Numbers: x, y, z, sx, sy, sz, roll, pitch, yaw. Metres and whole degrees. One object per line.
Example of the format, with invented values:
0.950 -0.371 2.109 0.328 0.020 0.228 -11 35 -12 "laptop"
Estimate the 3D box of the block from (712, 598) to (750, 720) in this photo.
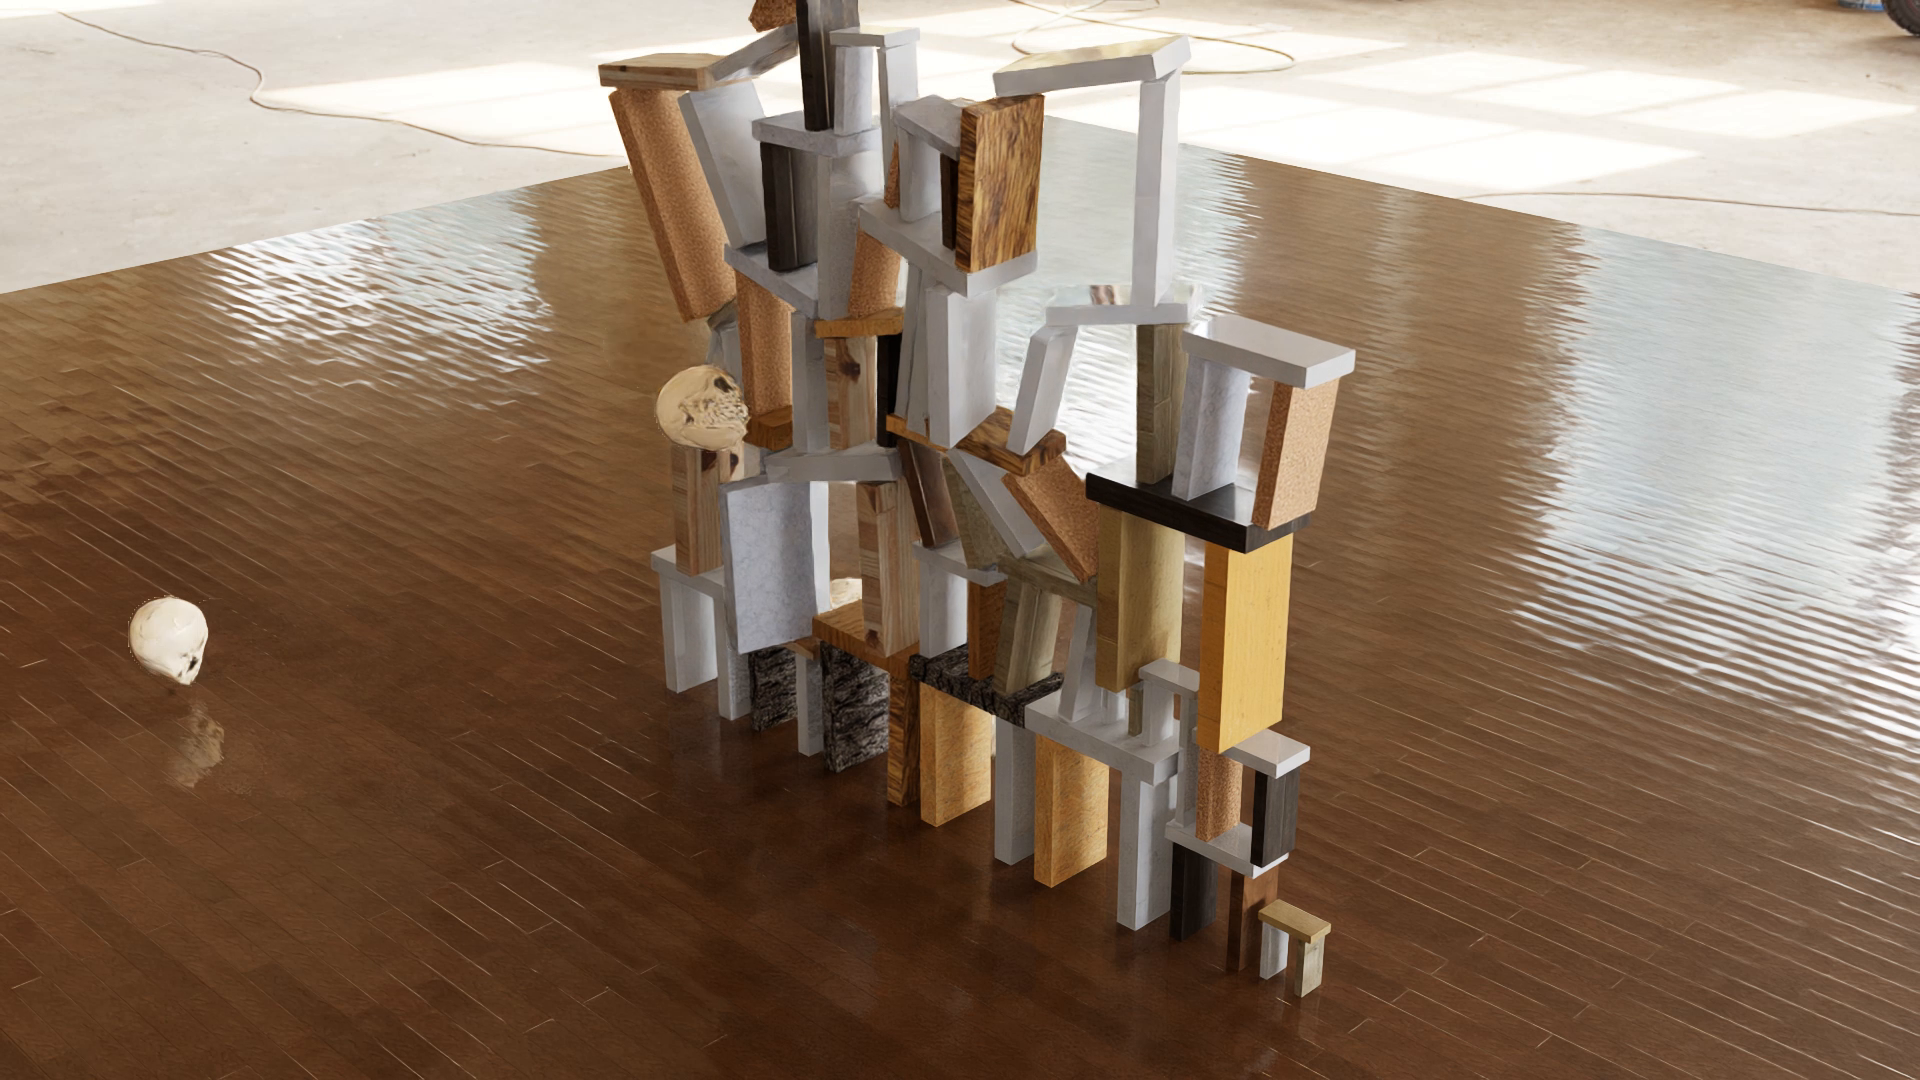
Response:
-0.468 0.241 4.831 0.040 0.282 0.141 20 30 41 "block"

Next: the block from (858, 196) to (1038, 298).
-0.023 -0.529 3.852 0.155 0.044 0.310 -26 45 -30 "block"

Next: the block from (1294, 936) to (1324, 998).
0.615 0.741 3.867 0.016 0.114 0.057 21 31 41 "block"

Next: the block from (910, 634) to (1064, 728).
0.065 0.270 4.273 0.155 0.044 0.310 -21 31 -41 "block"

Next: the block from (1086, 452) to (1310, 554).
0.404 -0.072 3.758 0.351 0.050 0.175 21 31 41 "block"

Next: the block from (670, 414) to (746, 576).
-0.533 -0.118 4.750 0.051 0.360 0.180 21 30 40 "block"

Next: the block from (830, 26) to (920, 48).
-0.154 -0.909 3.969 0.081 0.023 0.163 -21 24 -35 "block"

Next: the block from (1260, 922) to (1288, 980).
0.561 0.720 3.917 0.016 0.114 0.057 21 31 41 "block"

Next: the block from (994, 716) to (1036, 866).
0.138 0.462 4.275 0.155 0.310 0.044 -21 31 -41 "block"

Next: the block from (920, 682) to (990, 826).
-0.008 0.405 4.410 0.155 0.310 0.044 -21 31 -41 "block"

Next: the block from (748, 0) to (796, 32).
-0.302 -1.052 4.099 0.121 0.243 0.034 -25 73 -33 "block"

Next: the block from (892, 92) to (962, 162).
-0.025 -0.699 3.718 0.090 0.025 0.179 -27 45 -27 "block"

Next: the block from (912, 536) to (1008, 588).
0.014 0.033 4.216 0.102 0.029 0.203 -21 31 -40 "block"

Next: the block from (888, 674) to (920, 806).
-0.077 0.383 4.478 0.042 0.294 0.147 24 33 39 "block"

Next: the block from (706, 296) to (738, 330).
-0.455 -0.478 4.518 0.075 0.021 0.150 -25 -2 -37 "block"

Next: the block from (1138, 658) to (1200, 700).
0.387 0.246 3.901 0.064 0.018 0.129 -21 31 -40 "block"

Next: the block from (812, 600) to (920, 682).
-0.150 0.199 4.482 0.147 0.042 0.294 -20 29 -38 "block"

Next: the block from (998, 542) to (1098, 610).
0.202 0.058 4.004 0.250 0.035 0.125 21 32 40 "block"

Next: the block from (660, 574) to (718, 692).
-0.601 0.189 4.953 0.141 0.282 0.040 -21 30 -41 "block"

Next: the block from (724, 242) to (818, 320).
-0.323 -0.529 4.347 0.143 0.040 0.285 -21 43 -38 "block"

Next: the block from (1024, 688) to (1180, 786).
0.289 0.352 4.062 0.158 0.045 0.317 -21 31 -41 "block"

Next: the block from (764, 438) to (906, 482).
-0.201 -0.165 4.359 0.359 0.051 0.180 1 18 44 "block"

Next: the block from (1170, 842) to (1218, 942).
0.430 0.626 4.029 0.028 0.201 0.100 21 31 41 "block"

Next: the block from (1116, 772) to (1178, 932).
0.363 0.548 4.063 0.045 0.317 0.158 21 31 41 "block"

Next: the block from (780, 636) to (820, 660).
-0.346 0.187 4.677 0.234 0.033 0.117 21 31 41 "block"

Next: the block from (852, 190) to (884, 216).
-0.094 -0.603 4.060 0.199 0.028 0.099 23 33 35 "block"

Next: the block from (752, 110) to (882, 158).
-0.266 -0.771 4.165 0.126 0.036 0.253 -22 30 -39 "block"

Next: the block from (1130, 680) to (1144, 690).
0.304 0.244 3.993 0.049 0.014 0.097 -21 31 -40 "block"

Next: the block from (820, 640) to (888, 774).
-0.219 0.328 4.611 0.147 0.294 0.042 -20 30 -39 "block"

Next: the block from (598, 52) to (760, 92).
-0.567 -0.943 4.424 0.319 0.045 0.159 13 27 43 "block"

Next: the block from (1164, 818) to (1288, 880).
0.477 0.539 3.941 0.201 0.028 0.100 21 31 41 "block"

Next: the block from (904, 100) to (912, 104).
-0.069 -0.752 3.890 0.070 0.020 0.140 0 24 4 "block"

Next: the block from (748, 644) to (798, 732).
-0.402 0.289 4.780 0.117 0.234 0.033 -21 31 -41 "block"

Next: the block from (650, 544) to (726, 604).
-0.536 0.066 4.830 0.282 0.040 0.141 21 31 41 "block"

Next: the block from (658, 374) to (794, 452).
-0.444 -0.276 4.597 0.360 0.051 0.180 20 30 39 "block"

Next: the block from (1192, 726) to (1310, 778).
0.505 0.356 3.828 0.093 0.026 0.185 -21 31 -41 "block"

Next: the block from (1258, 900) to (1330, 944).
0.588 0.671 3.867 0.114 0.016 0.057 21 31 41 "block"

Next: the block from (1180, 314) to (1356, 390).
0.495 -0.306 3.549 0.127 0.036 0.254 -21 32 -40 "block"

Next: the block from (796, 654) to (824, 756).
-0.292 0.332 4.679 0.117 0.234 0.033 -21 31 -41 "block"

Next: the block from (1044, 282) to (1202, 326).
0.274 -0.395 3.682 0.242 0.034 0.121 0 23 17 "block"

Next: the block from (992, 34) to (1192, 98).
0.213 -0.766 3.558 0.288 0.041 0.144 0 23 30 "block"

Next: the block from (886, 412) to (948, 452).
-0.027 -0.207 4.159 0.108 0.031 0.216 -20 31 -39 "block"

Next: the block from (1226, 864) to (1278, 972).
0.525 0.663 3.941 0.028 0.201 0.100 21 31 41 "block"

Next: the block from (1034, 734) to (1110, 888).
0.214 0.490 4.201 0.045 0.317 0.158 21 31 41 "block"

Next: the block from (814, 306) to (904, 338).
-0.163 -0.418 4.212 0.112 0.032 0.225 -23 18 -41 "block"

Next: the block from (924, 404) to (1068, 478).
0.064 -0.192 3.986 0.238 0.034 0.119 26 43 36 "block"
